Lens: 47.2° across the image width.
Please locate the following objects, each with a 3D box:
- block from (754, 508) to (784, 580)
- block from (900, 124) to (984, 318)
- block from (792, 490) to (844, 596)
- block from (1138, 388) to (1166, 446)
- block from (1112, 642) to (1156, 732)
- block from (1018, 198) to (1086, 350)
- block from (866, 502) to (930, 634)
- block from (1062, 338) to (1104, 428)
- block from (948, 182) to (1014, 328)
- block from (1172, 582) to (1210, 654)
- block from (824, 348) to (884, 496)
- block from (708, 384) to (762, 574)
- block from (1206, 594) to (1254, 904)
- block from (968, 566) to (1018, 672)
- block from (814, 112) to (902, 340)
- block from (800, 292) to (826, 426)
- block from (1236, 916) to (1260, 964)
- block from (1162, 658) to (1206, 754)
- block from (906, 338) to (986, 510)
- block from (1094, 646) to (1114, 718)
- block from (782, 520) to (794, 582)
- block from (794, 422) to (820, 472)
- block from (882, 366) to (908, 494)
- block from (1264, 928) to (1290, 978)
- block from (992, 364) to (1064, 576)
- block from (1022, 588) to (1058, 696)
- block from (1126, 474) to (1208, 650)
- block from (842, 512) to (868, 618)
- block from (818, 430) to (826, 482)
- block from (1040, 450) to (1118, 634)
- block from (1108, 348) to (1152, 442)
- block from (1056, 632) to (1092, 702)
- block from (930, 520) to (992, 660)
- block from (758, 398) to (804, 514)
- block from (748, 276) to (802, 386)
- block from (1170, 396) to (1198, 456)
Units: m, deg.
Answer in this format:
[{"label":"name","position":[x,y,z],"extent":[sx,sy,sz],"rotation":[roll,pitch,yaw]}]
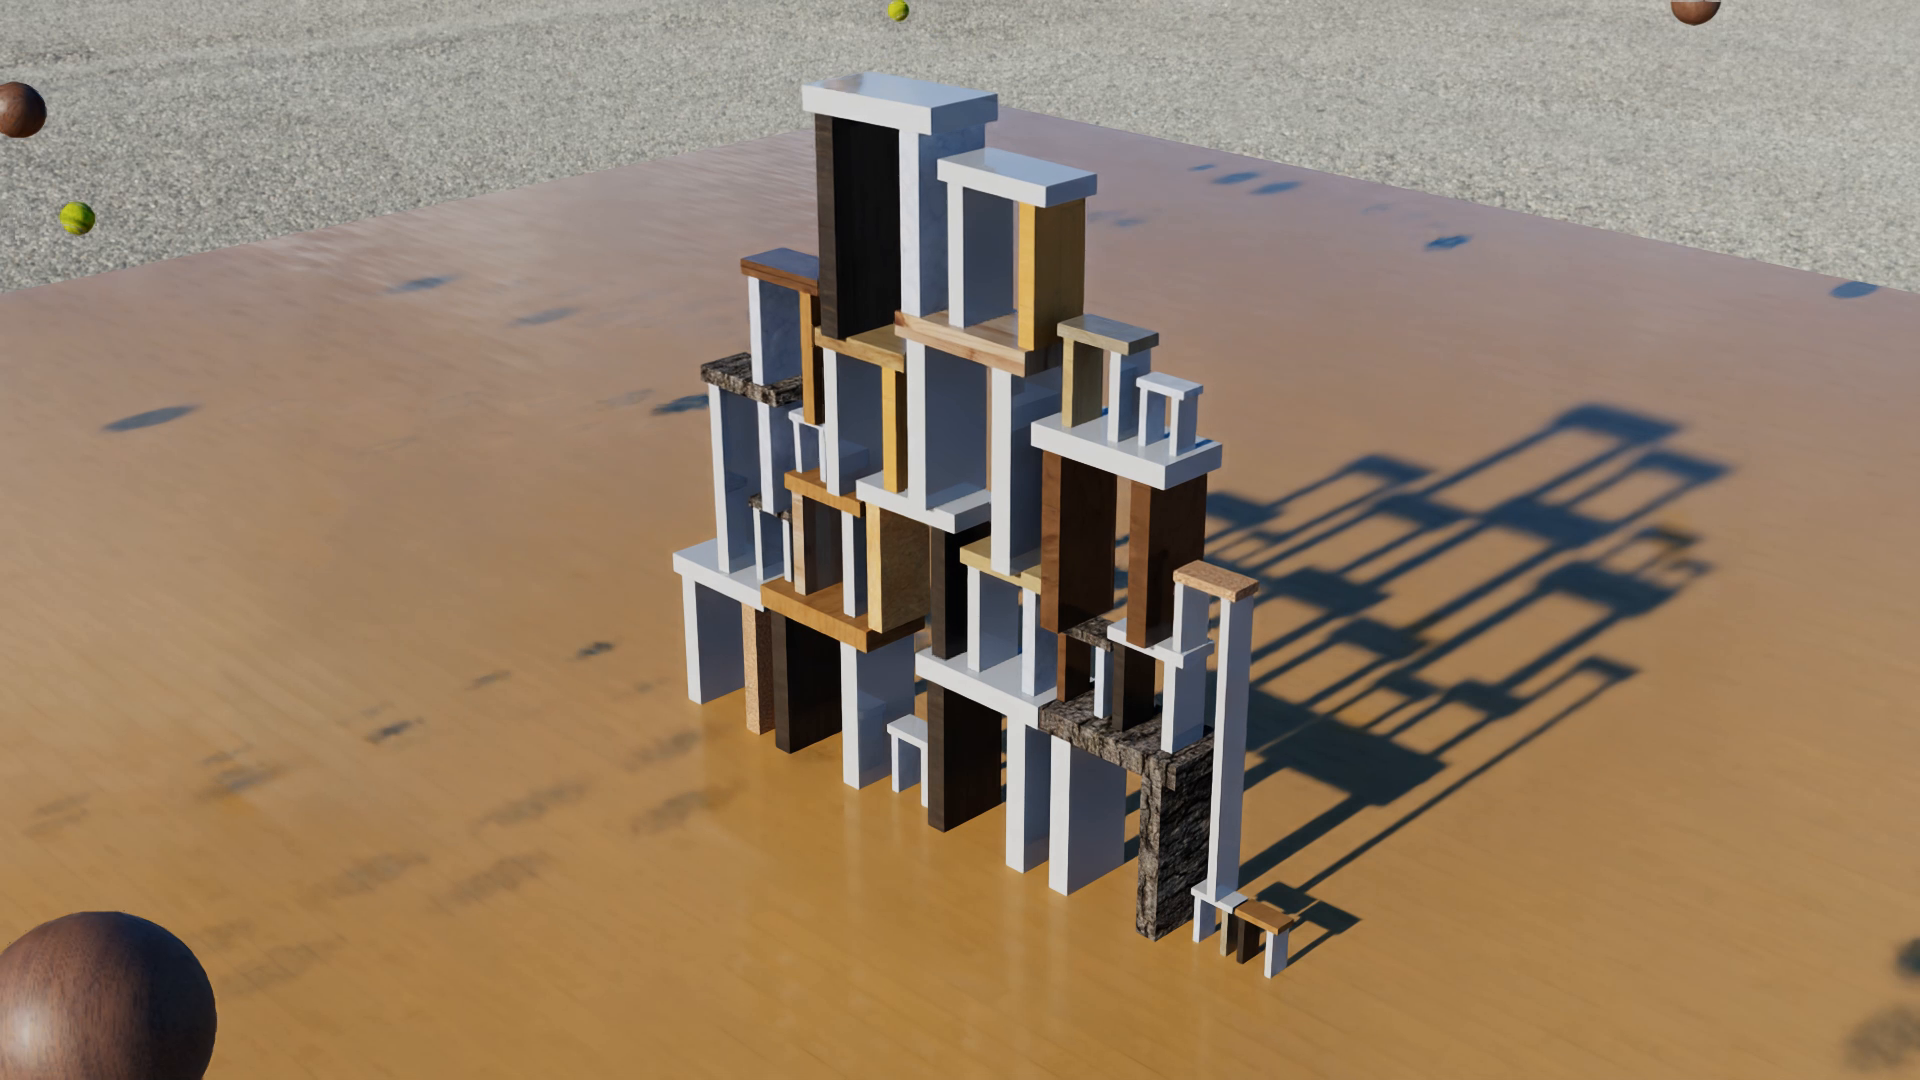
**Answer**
[{"label":"block","position":[-0.402,-0.001,4.668],"extent":[0.020,0.162,0.069],"rotation":[20,30,41]},{"label":"block","position":[-0.031,-0.590,4.003],"extent":[0.048,0.337,0.169],"rotation":[21,31,40]},{"label":"block","position":[-0.291,-0.008,4.541],"extent":[0.032,0.226,0.113],"rotation":[22,31,40]},{"label":"block","position":[0.330,-0.217,3.775],"extent":[0.015,0.103,0.052],"rotation":[22,31,40]},{"label":"block","position":[0.316,0.252,3.985],"extent":[0.025,0.175,0.087],"rotation":[21,31,41]},{"label":"block","position":[0.160,-0.472,3.836],"extent":[0.037,0.259,0.130],"rotation":[21,31,41]},{"label":"block","position":[-0.122,0.037,4.377],"extent":[0.135,0.272,0.038],"rotation":[-22,31,-40]},{"label":"block","position":[0.216,-0.285,3.861],"extent":[0.023,0.161,0.081],"rotation":[21,31,40]},{"label":"block","position":[0.038,-0.522,3.948],"extent":[0.037,0.259,0.130],"rotation":[21,31,41]},{"label":"block","position":[0.403,0.126,3.827],"extent":[0.066,0.132,0.019],"rotation":[-17,28,-35]},{"label":"block","position":[-0.208,-0.246,4.345],"extent":[0.035,0.303,0.125],"rotation":[21,31,40]},{"label":"block","position":[-0.465,-0.143,4.671],"extent":[0.034,0.421,0.120],"rotation":[20,30,41]},{"label":"block","position":[0.474,0.365,3.859],"extent":[0.066,0.598,0.019],"rotation":[-21,31,-40]},{"label":"block","position":[0.064,0.136,4.212],"extent":[0.108,0.215,0.030],"rotation":[-21,31,-40]},{"label":"block","position":[-0.190,-0.606,4.167],"extent":[0.169,0.427,0.048],"rotation":[-22,31,-40]},{"label":"block","position":[-0.261,-0.371,4.353],"extent":[0.032,0.270,0.112],"rotation":[20,31,40]},{"label":"block","position":[0.520,0.712,3.961],"extent":[0.013,0.095,0.047],"rotation":[21,31,41]},{"label":"block","position":[0.398,0.285,3.909],"extent":[0.025,0.175,0.087],"rotation":[21,31,41]},{"label":"block","position":[-0.024,-0.235,4.140],"extent":[0.047,0.329,0.164],"rotation":[21,31,40]},{"label":"block","position":[0.279,0.251,4.032],"extent":[0.020,0.140,0.070],"rotation":[21,31,41]},{"label":"block","position":[-0.336,0.013,4.602],"extent":[0.020,0.138,0.069],"rotation":[21,31,41]},{"label":"block","position":[-0.310,-0.197,4.472],"extent":[0.016,0.111,0.055],"rotation":[18,29,41]},{"label":"block","position":[-0.090,-0.226,4.225],"extent":[0.035,0.250,0.125],"rotation":[22,31,40]},{"label":"block","position":[0.565,0.730,3.920],"extent":[0.013,0.095,0.047],"rotation":[21,31,41]},{"label":"block","position":[0.132,-0.142,4.011],"extent":[0.164,0.392,0.047],"rotation":[-22,31,-40]},{"label":"block","position":[0.165,0.176,4.119],"extent":[0.030,0.215,0.108],"rotation":[21,31,41]},{"label":"block","position":[0.362,0.023,3.847],"extent":[0.043,0.307,0.153],"rotation":[21,31,41]},{"label":"block","position":[-0.184,0.034,4.443],"extent":[0.032,0.226,0.113],"rotation":[21,31,40]},{"label":"block","position":[-0.257,-0.176,4.424],"extent":[0.016,0.111,0.055],"rotation":[20,30,41]},{"label":"block","position":[0.216,-0.016,3.987],"extent":[0.043,0.346,0.153],"rotation":[21,31,41]},{"label":"block","position":[0.292,-0.256,3.792],"extent":[0.023,0.161,0.081],"rotation":[22,31,40]},{"label":"block","position":[0.212,0.225,4.093],"extent":[0.070,0.140,0.020],"rotation":[-21,31,-41]},{"label":"block","position":[0.006,0.084,4.259],"extent":[0.135,0.271,0.038],"rotation":[-22,32,-40]},{"label":"block","position":[-0.355,-0.184,4.534],"extent":[0.120,0.239,0.034],"rotation":[-22,31,-41]},{"label":"block","position":[-0.370,-0.434,4.443],"extent":[0.112,0.224,0.032],"rotation":[-22,31,-40]},{"label":"block","position":[0.379,-0.198,3.730],"extent":[0.015,0.103,0.052],"rotation":[22,31,40]}]
